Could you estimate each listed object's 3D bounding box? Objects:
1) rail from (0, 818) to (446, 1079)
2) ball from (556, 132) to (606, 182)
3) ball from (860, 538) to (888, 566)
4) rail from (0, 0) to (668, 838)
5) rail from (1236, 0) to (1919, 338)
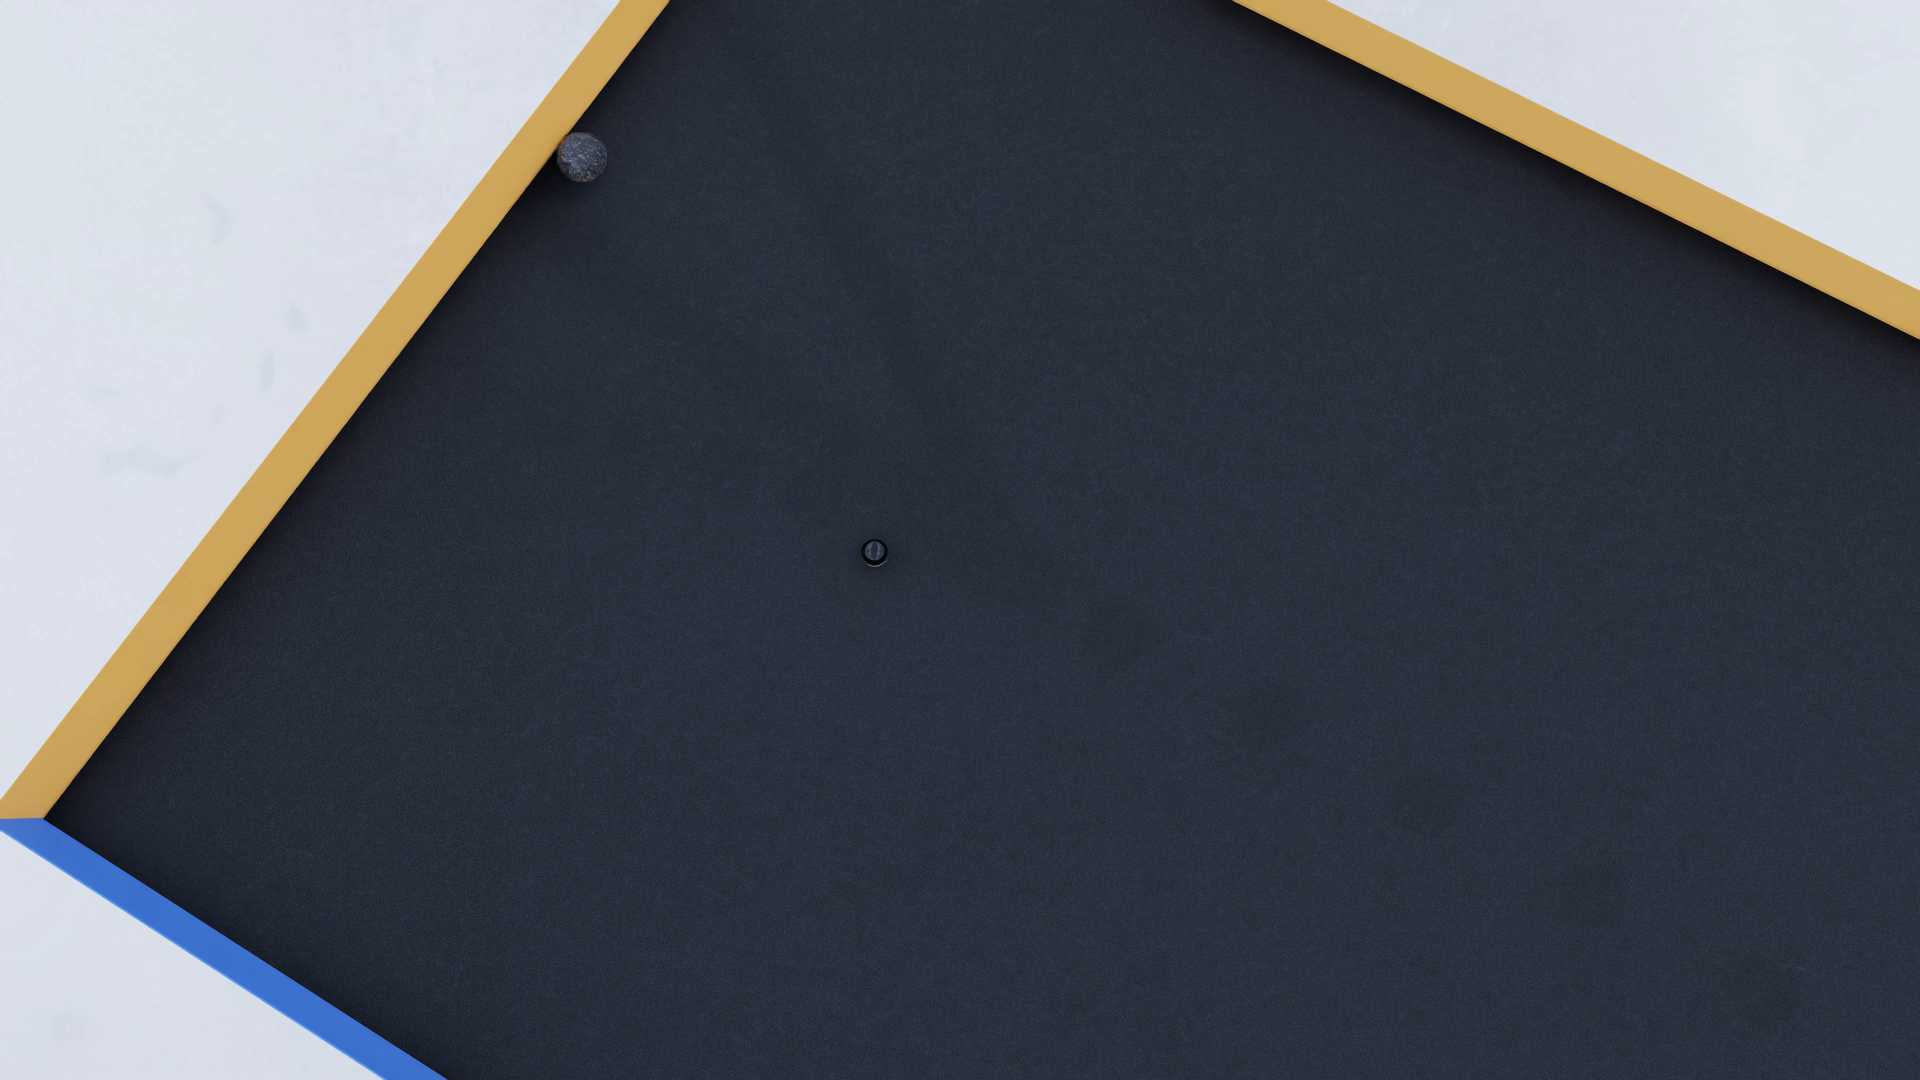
[{"bbox_3d":[0.273,1.360,2.921,3.952,0.107,0.045,29,72,11],"label":"rail"},{"bbox_3d":[-0.639,-0.645,3.709,0.082,0.082,0.082,0,69,0],"label":"ball"},{"bbox_3d":[-0.135,0.020,3.473,0.044,0.044,0.044,0,69,0],"label":"ball"},{"bbox_3d":[-0.827,-0.471,3.627,0.045,0.107,2.282,29,72,11],"label":"rail"},{"bbox_3d":[1.422,-0.429,3.611,3.952,0.107,0.045,29,72,11],"label":"rail"}]
